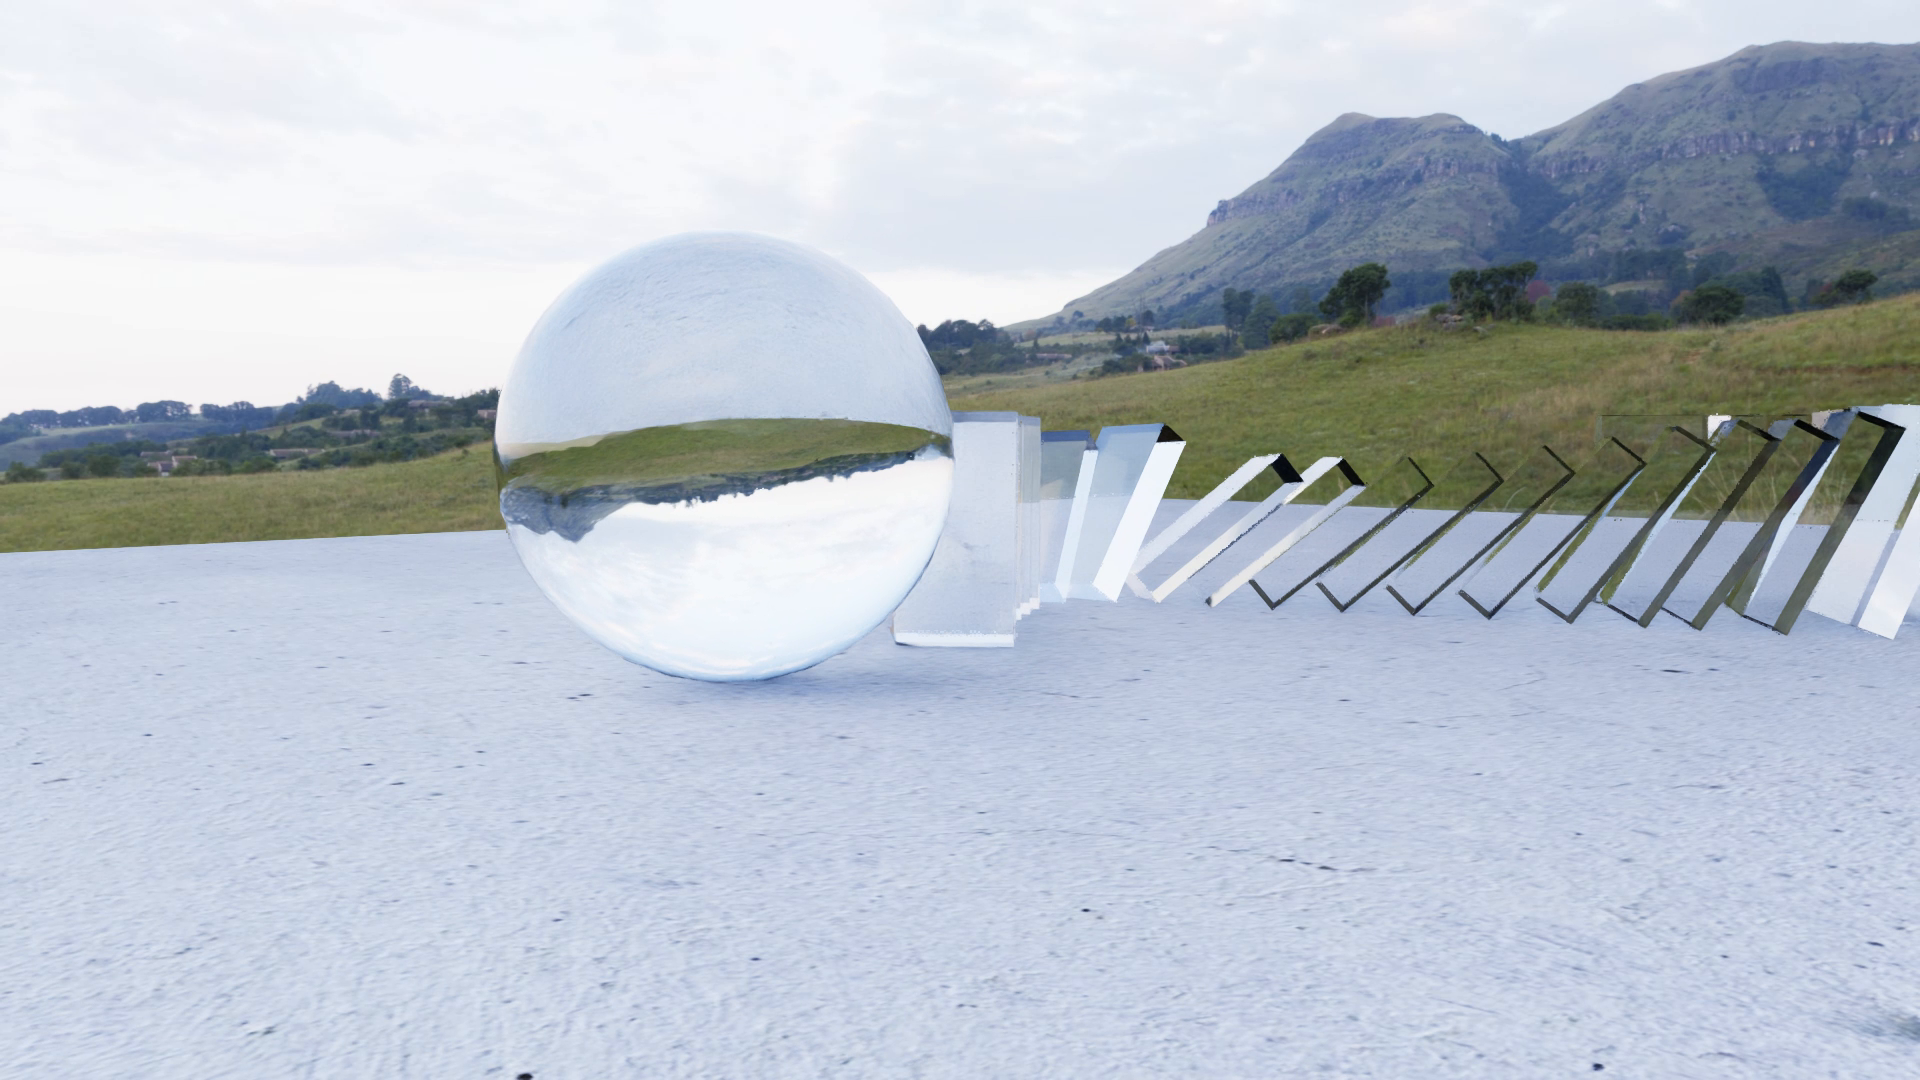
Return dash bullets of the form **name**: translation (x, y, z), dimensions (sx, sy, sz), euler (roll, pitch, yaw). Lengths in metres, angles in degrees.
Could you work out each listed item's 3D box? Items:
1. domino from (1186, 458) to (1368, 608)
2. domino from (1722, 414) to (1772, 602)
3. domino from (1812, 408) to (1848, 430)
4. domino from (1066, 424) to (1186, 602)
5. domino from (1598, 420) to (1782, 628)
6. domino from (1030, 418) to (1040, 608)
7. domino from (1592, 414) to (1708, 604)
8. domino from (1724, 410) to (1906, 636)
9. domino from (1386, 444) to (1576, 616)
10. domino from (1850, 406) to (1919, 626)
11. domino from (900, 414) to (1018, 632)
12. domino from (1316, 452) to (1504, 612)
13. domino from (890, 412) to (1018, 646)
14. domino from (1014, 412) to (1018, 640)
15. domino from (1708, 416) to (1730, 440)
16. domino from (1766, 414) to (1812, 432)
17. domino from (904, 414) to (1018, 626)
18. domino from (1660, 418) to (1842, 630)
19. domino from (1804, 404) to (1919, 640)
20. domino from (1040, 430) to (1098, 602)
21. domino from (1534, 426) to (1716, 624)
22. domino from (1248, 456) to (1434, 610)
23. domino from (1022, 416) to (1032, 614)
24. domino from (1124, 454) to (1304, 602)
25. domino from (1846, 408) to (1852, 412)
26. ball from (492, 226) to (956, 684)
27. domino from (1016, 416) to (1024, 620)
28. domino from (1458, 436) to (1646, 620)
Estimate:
- **domino**: translation (0.082, -0.002, 0.341), dimensions (0.050, 0.010, 0.025), euler (-39, 1, 6)
- **domino**: translation (0.213, -0.009, 0.355), dimensions (0.009, 0.050, 0.025), euler (1, 4, 13)
- **domino**: translation (0.233, -0.008, 0.329), dimensions (0.025, 0.050, 0.009), euler (1, -1, -9)
- **domino**: translation (0.041, -0.008, 0.354), dimensions (0.010, 0.050, 0.025), euler (35, -18, -31)
- **domino**: translation (0.171, -0.004, 0.302), dimensions (0.010, 0.050, 0.025), euler (33, 16, 17)
- **domino**: translation (0.008, -0.007, 0.336), dimensions (0.025, 0.050, 0.009), euler (0, -20, 4)
- **domino**: translation (0.183, -0.008, 0.342), dimensions (0.025, 0.050, 0.009), euler (1, 5, 16)
- **domino**: translation (0.193, -0.004, 0.292), dimensions (0.009, 0.050, 0.025), euler (27, 14, 19)
- **domino**: translation (0.130, -0.003, 0.322), dimensions (0.010, 0.050, 0.025), euler (47, 18, 11)
- **domino**: translation (0.221, -0.006, 0.300), dimensions (0.010, 0.050, 0.025), euler (10, -2, -42)
- **domino**: translation (0.000, -0.004, 0.295), dimensions (0.025, 0.050, 0.009), euler (0, -20, 4)
- **domino**: translation (0.114, -0.002, 0.328), dimensions (0.050, 0.010, 0.025), euler (-43, -9, 16)
- **domino**: translation (-0.001, -0.003, 0.274), dimensions (0.025, 0.050, 0.009), euler (0, -20, 4)
- **domino**: translation (0.000, -0.004, 0.284), dimensions (0.025, 0.050, 0.010), euler (0, -20, 4)
- **domino**: translation (0.196, -0.009, 0.354), dimensions (0.009, 0.050, 0.025), euler (-2, 5, -25)
- **domino**: translation (0.226, -0.008, 0.343), dimensions (0.025, 0.050, 0.009), euler (-3, 5, -33)
- **domino**: translation (0.001, -0.005, 0.305), dimensions (0.025, 0.050, 0.010), euler (0, -20, 4)
- **domino**: translation (0.181, -0.004, 0.298), dimensions (0.009, 0.050, 0.025), euler (33, 16, 17)
- **domino**: translation (0.208, -0.005, 0.288), dimensions (0.009, 0.050, 0.025), euler (19, 10, 6)
- **domino**: translation (0.021, -0.007, 0.353), dimensions (0.025, 0.050, 0.010), euler (0, -33, 25)
- **domino**: translation (0.158, -0.004, 0.308), dimensions (0.009, 0.050, 0.025), euler (38, 17, 16)
- **domino**: translation (0.099, -0.002, 0.334), dimensions (0.050, 0.010, 0.025), euler (-40, -7, 14)
- **domino**: translation (0.006, -0.007, 0.326), dimensions (0.025, 0.050, 0.010), euler (0, -20, 4)
- **domino**: translation (0.067, -0.003, 0.347), dimensions (0.050, 0.009, 0.025), euler (-39, 4, -3)
- **domino**: translation (0.229, -0.006, 0.312), dimensions (0.025, 0.050, 0.009), euler (4, 1, 31)
- **ball**: translation (-0.041, -0.015, 0.229), dimensions (0.080, 0.080, 0.080), euler (0, 4, 0)
- **domino**: translation (0.003, -0.006, 0.315), dimensions (0.025, 0.050, 0.009), euler (0, -20, 4)
- **domino**: translation (0.144, -0.003, 0.315), dimensions (0.009, 0.050, 0.025), euler (44, 19, 14)
